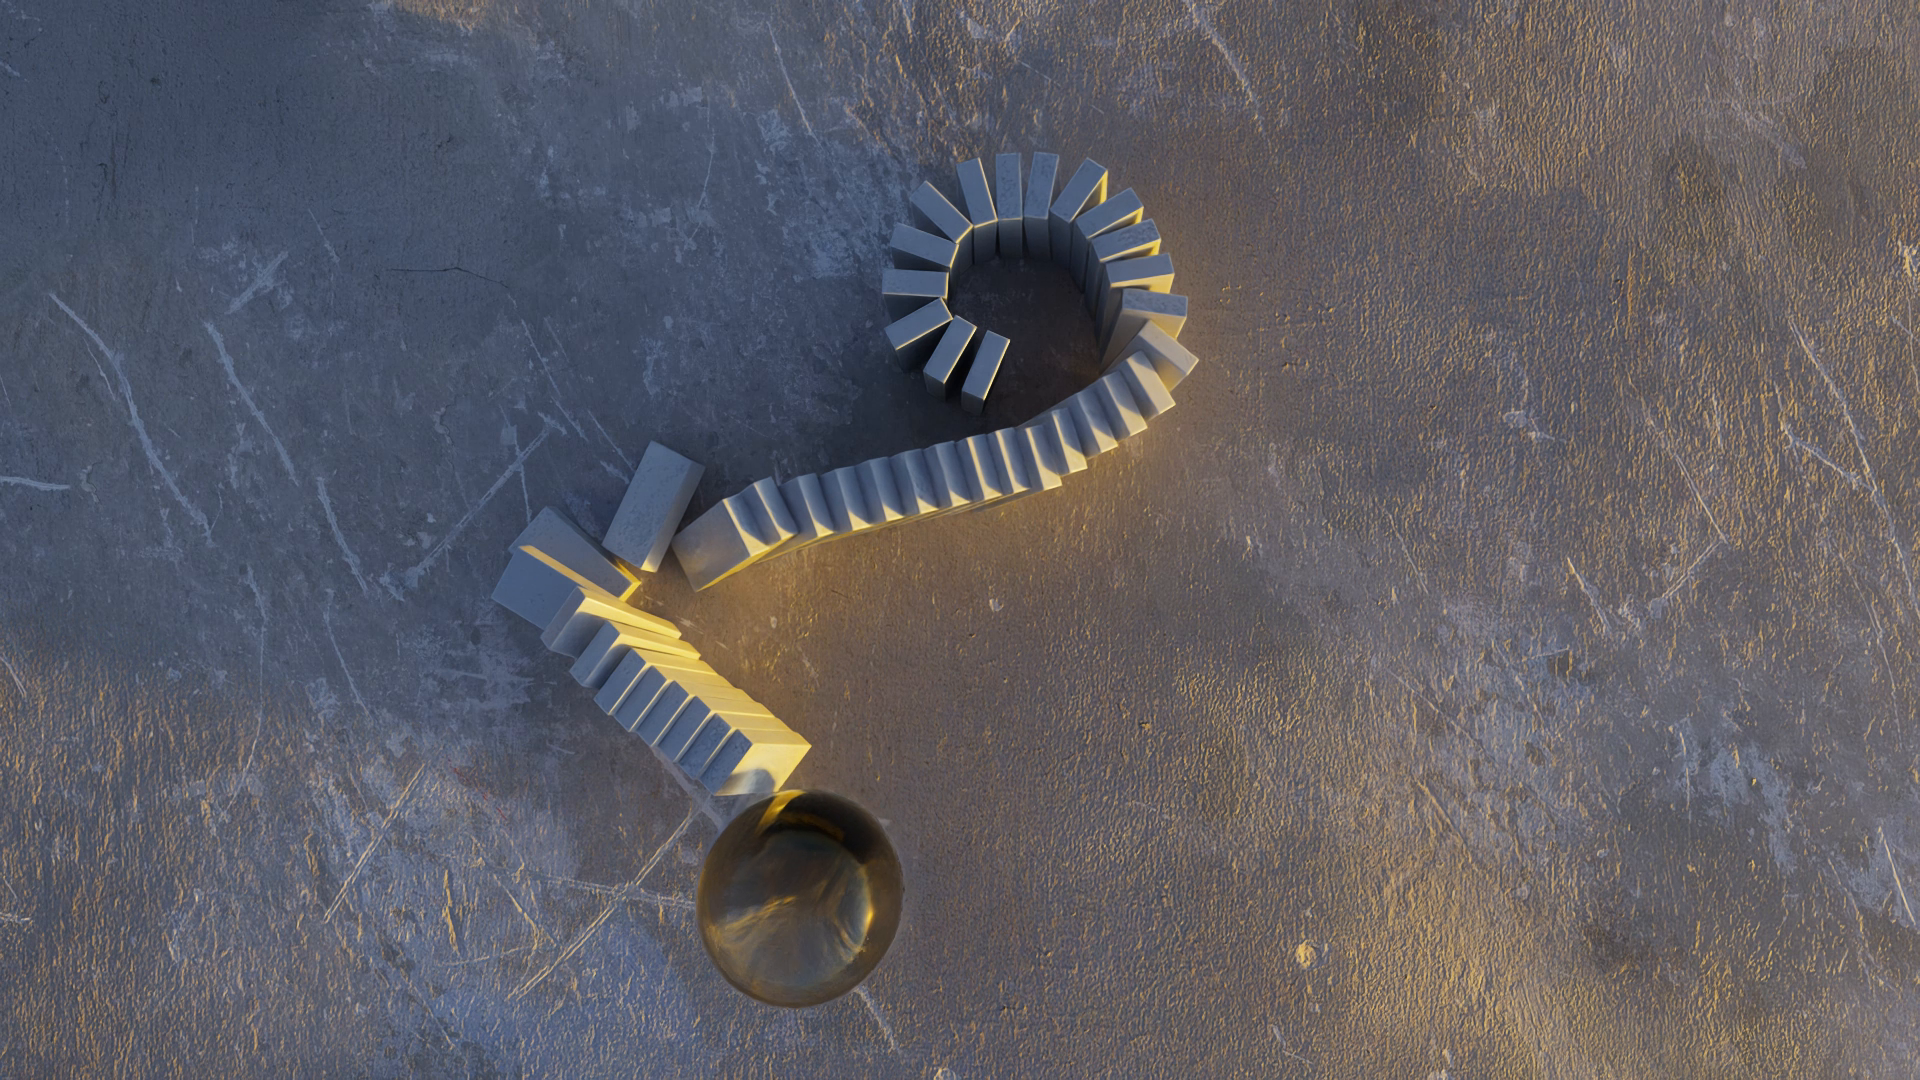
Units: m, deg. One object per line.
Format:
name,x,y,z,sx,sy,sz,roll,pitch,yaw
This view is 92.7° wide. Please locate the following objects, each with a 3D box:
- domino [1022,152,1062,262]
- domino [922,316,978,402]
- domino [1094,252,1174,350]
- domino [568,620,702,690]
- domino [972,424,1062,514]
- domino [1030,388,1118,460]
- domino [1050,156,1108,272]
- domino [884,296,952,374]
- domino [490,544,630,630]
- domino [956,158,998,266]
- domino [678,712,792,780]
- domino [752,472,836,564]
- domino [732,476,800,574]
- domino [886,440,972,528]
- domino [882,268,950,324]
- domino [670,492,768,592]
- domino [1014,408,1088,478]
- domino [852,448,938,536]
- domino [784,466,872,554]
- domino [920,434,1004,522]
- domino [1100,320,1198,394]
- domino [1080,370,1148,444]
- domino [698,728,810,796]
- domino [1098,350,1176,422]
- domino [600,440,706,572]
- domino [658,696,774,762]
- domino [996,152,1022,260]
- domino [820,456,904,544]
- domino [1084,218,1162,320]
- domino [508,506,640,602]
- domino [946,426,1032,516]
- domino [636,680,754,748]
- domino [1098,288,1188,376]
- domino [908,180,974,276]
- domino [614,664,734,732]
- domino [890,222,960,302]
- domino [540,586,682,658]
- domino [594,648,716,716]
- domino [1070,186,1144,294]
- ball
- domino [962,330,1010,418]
domino,0.034,-0.135,0.375,0.009,0.050,0.025,11,90,8
domino,-0.004,-0.073,0.375,0.009,0.050,0.025,30,90,0
domino,0.070,-0.096,0.375,0.025,0.050,0.010,-9,71,0
domino,-0.132,0.050,0.376,0.010,0.050,0.025,37,90,27
domino,0.019,-0.028,0.377,0.010,0.050,0.025,-17,90,-34
domino,0.041,-0.041,0.377,0.009,0.050,0.025,-23,90,-33
domino,0.048,-0.131,0.375,0.009,0.050,0.025,36,90,9
domino,-0.016,-0.083,0.375,0.025,0.050,0.009,-29,90,0
domino,-0.168,0.026,0.386,0.050,0.009,0.025,31,96,1
domino,0.007,-0.133,0.375,0.009,0.050,0.025,-16,90,1
domino,-0.091,0.085,0.375,0.010,0.050,0.025,37,90,22
domino,-0.073,-0.008,0.379,0.050,0.009,0.025,-19,90,44
domino,-0.089,-0.005,0.379,0.050,0.010,0.025,-27,90,44
domino,-0.017,-0.022,0.377,0.009,0.050,0.025,-16,90,-37
domino,-0.017,-0.098,0.375,0.025,0.050,0.010,4,90,0
domino,-0.101,0.002,0.379,0.050,0.010,0.025,-27,90,44
domino,0.029,-0.035,0.377,0.010,0.050,0.025,-17,90,-34
domino,-0.031,-0.019,0.378,0.009,0.050,0.025,-16,90,-40
domino,-0.059,-0.012,0.379,0.009,0.050,0.025,-16,90,-45
domino,-0.004,-0.025,0.377,0.010,0.050,0.025,-17,90,-34
domino,0.073,-0.066,0.375,0.025,0.050,0.009,39,66,-1
domino,0.053,-0.048,0.376,0.009,0.050,0.025,-26,90,-29
domino,-0.083,0.091,0.375,0.010,0.050,0.025,37,90,22
domino,0.064,-0.055,0.375,0.009,0.050,0.025,-32,90,-26
domino,-0.131,-0.014,0.391,0.025,0.009,0.050,26,90,24
domino,-0.099,0.078,0.375,0.010,0.050,0.025,37,90,22
domino,0.020,-0.135,0.375,0.009,0.050,0.025,-2,90,4
domino,-0.045,-0.016,0.378,0.010,0.050,0.025,-16,90,-43
domino,0.065,-0.109,0.375,0.025,0.050,0.009,-19,75,0
domino,-0.166,0.011,0.395,0.050,0.009,0.025,42,90,0
domino,0.007,-0.027,0.377,0.009,0.050,0.025,-17,90,-34
domino,-0.107,0.072,0.375,0.009,0.050,0.025,37,90,22
domino,0.074,-0.083,0.375,0.025,0.050,0.009,8,69,0
domino,-0.007,-0.126,0.375,0.025,0.050,0.010,44,91,0
domino,-0.115,0.066,0.375,0.009,0.050,0.025,37,90,22
domino,-0.014,-0.113,0.375,0.025,0.050,0.009,20,90,0
domino,-0.143,0.039,0.378,0.009,0.050,0.025,36,90,38
domino,-0.123,0.060,0.375,0.009,0.050,0.025,37,90,22
domino,0.059,-0.121,0.375,0.025,0.050,0.009,-29,80,0
ball,-0.062,0.139,0.360,0.080,0.080,0.080,0,90,0
domino,0.010,-0.067,0.375,0.010,0.050,0.025,23,90,0
